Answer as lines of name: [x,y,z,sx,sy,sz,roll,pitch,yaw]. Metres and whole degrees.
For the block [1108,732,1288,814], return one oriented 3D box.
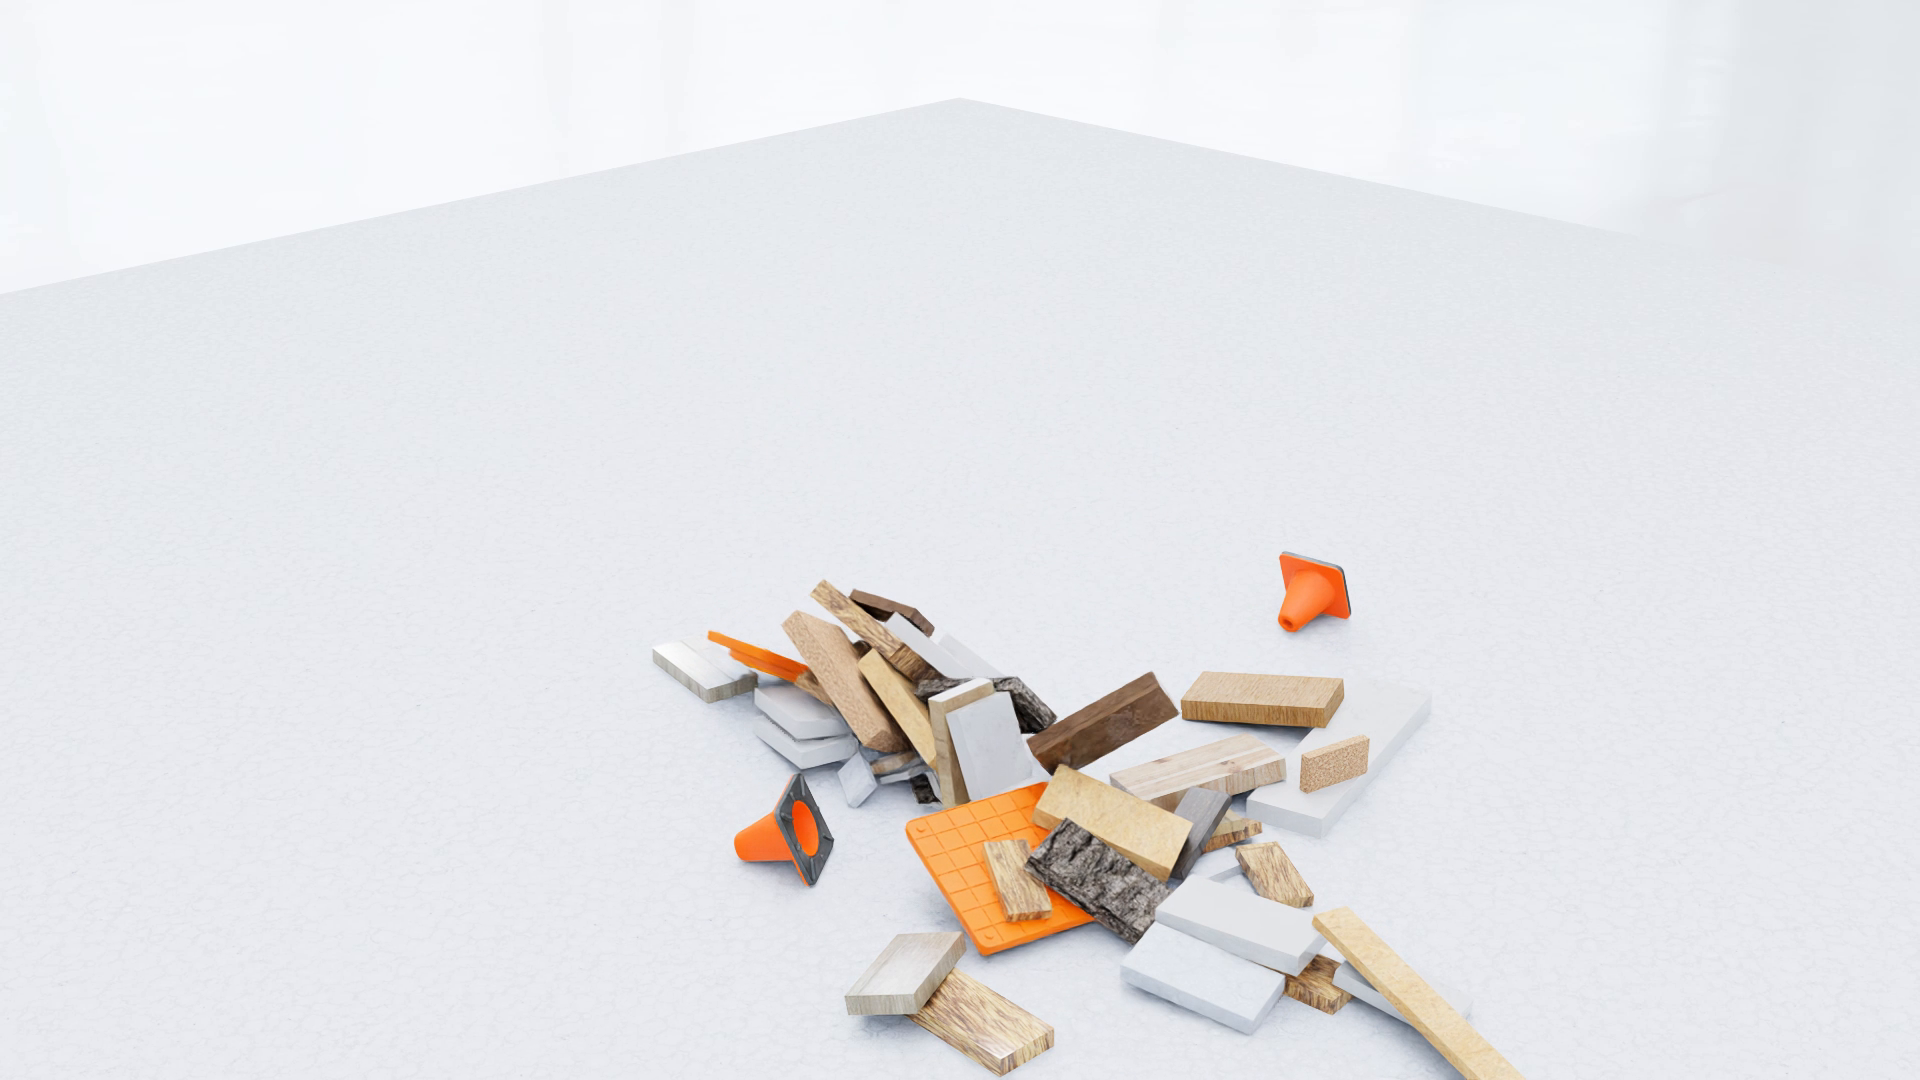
block: [0.486,0.483,4.498,0.322,0.046,0.161,-15,19,-18]

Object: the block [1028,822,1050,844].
block: [0.211,0.592,4.258,0.079,0.022,0.158,-19,53,-38]

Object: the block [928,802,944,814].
block: [-0.038,0.532,4.489,0.048,0.014,0.096,-20,30,-38]

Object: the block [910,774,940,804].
block: [-0.069,0.509,4.508,0.048,0.014,0.096,-4,23,-10]

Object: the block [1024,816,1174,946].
block: [0.272,0.637,4.059,0.280,0.040,0.140,33,38,15]

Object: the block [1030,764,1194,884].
block: [0.290,0.539,4.196,0.280,0.040,0.140,24,39,10]

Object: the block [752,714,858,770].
block: [-0.330,0.418,4.683,0.130,0.037,0.260,-12,17,-26]

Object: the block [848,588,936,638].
block: [-0.151,0.161,4.857,0.186,0.093,0.026,16,70,39]

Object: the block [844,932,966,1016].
block: [-0.093,0.757,3.851,0.128,0.036,0.256,-6,12,21]

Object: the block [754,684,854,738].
block: [-0.333,0.365,4.709,0.130,0.037,0.260,-3,13,-25]

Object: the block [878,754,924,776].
block: [-0.122,0.468,4.575,0.103,0.015,0.052,-20,3,46]

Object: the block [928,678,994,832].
block: [0.019,0.429,4.392,0.139,0.277,0.039,-20,19,-39]

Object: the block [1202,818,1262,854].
block: [0.507,0.582,4.330,0.161,0.023,0.081,-14,8,-29]

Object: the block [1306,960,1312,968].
block: [0.536,0.709,3.971,0.217,0.031,0.108,8,24,19]

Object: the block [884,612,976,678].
block: [-0.034,0.269,4.728,0.040,0.142,0.283,-49,49,-5]

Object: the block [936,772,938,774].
block: [-0.022,0.495,4.519,0.015,0.052,0.103,-44,37,1]

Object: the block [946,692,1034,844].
block: [0.072,0.453,4.348,0.139,0.277,0.039,-20,6,-39]

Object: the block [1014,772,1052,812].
block: [0.190,0.525,4.290,0.079,0.022,0.158,-25,56,-40]

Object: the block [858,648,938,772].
block: [-0.075,0.385,4.579,0.050,0.176,0.385,-44,38,3]

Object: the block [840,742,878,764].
block: [-0.238,0.446,4.662,0.066,0.019,0.132,-16,19,-32]

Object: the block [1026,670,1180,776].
block: [0.278,0.362,4.255,0.277,0.139,0.039,-30,55,6]

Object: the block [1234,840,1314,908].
block: [0.598,0.640,4.191,0.086,0.024,0.172,-5,30,-17]

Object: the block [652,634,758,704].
block: [-0.583,0.293,5.024,0.130,0.037,0.260,-15,27,-32]

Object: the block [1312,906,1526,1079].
block: [0.803,0.809,3.693,0.076,0.021,0.588,-9,34,-31]

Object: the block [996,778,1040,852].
block: [0.143,0.551,4.308,0.079,0.022,0.158,-19,71,-38]

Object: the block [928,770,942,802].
block: [-0.038,0.508,4.466,0.014,0.048,0.096,-41,27,7]

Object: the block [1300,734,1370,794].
block: [0.761,0.455,4.469,0.161,0.081,0.023,-14,27,-29]

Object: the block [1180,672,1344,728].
block: [0.664,0.348,4.821,0.322,0.046,0.161,2,21,25]

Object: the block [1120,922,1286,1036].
block: [0.424,0.767,3.854,0.257,0.036,0.128,19,37,26]

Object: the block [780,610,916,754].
block: [-0.230,0.306,4.672,0.352,0.050,0.176,52,14,30]

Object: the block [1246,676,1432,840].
block: [0.810,0.449,4.643,0.161,0.046,0.639,13,26,28]

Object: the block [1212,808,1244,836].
block: [0.504,0.554,4.364,0.076,0.021,0.151,-11,8,-10]

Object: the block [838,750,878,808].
block: [-0.211,0.493,4.523,0.066,0.019,0.132,-46,25,7]

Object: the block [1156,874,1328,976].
block: [0.506,0.687,3.934,0.280,0.040,0.140,14,27,30]

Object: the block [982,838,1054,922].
block: [0.105,0.627,4.052,0.086,0.024,0.172,-3,42,-18]

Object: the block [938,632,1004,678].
block: [0.068,0.302,4.703,0.040,0.142,0.283,-49,35,-5]

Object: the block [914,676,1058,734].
block: [0.052,0.342,4.545,0.283,0.142,0.040,-5,49,46]

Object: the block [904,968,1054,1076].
block: [0.026,0.823,3.774,0.128,0.036,0.256,-20,30,-39]

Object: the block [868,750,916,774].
block: [-0.157,0.465,4.559,0.132,0.019,0.066,-20,3,46]

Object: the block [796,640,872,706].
block: [-0.237,0.283,4.892,0.093,0.026,0.442,30,18,12]

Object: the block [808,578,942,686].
block: [-0.181,0.217,4.849,0.050,0.176,0.352,-49,40,-5]

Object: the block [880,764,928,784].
block: [-0.115,0.483,4.540,0.052,0.015,0.104,-20,0,-38]

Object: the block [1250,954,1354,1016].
block: [0.598,0.768,3.912,0.217,0.031,0.108,18,29,37]

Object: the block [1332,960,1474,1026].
block: [0.770,0.785,3.825,0.217,0.031,0.108,25,32,27]

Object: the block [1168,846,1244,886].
block: [0.477,0.634,4.240,0.151,0.021,0.076,-15,27,-32]

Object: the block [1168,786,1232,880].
block: [0.441,0.567,4.265,0.086,0.024,0.220,8,42,33]
